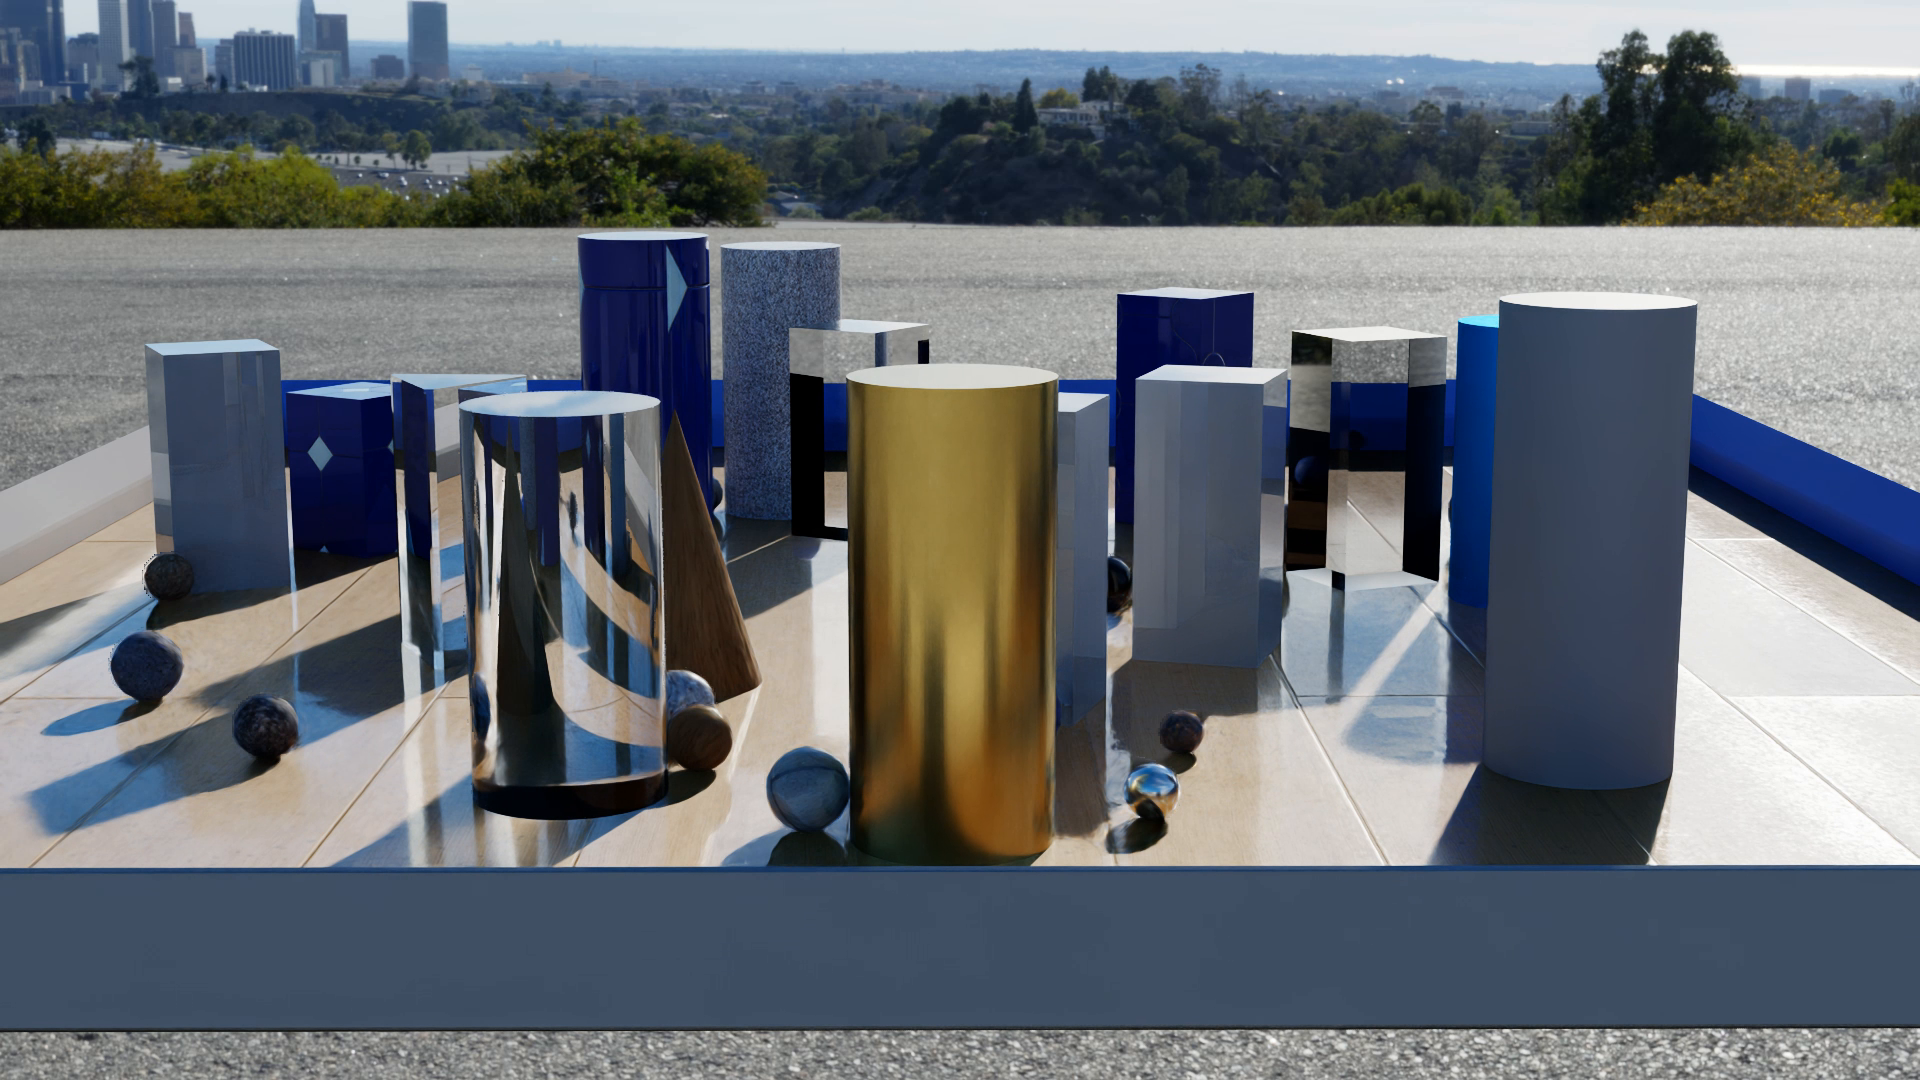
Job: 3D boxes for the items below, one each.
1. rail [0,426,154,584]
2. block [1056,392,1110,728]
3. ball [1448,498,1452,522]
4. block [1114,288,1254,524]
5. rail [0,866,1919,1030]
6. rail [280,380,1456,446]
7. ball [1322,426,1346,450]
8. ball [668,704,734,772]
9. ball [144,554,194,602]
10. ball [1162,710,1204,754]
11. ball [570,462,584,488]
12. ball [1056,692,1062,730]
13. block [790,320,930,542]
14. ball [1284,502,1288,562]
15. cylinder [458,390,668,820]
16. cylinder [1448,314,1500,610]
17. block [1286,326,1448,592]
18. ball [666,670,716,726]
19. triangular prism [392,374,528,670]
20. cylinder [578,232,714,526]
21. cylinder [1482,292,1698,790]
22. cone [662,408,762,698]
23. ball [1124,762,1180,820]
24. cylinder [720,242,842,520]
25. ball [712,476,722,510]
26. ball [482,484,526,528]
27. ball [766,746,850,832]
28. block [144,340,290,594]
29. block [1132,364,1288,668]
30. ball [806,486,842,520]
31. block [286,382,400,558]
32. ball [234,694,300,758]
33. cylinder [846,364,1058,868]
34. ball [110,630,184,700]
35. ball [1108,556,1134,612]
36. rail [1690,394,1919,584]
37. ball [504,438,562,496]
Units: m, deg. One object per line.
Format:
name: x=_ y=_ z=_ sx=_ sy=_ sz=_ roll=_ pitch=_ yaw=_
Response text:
rail: x=-1.338 y=0.034 z=3.441 sx=0.045 sy=0.128 sz=3.052 roll=0 pitch=10 yaw=0
block: x=0.073 y=0.017 z=2.921 sx=0.157 sy=0.354 sz=0.157 roll=3 pitch=11 yaw=17
ball: x=0.799 y=-0.043 z=3.944 sx=0.098 sy=0.098 sz=0.098 roll=0 pitch=10 yaw=0
block: x=0.360 y=-0.213 z=4.126 sx=0.157 sy=0.368 sz=0.157 roll=8 pitch=13 yaw=37
rail: x=0.009 y=0.307 z=1.972 sx=2.723 sy=0.128 sz=0.045 roll=0 pitch=10 yaw=0
rail: x=-0.009 y=-0.241 z=4.926 sx=2.723 sy=0.128 sz=0.045 roll=0 pitch=10 yaw=0
ball: x=0.717 y=-0.196 z=4.915 sx=0.046 sy=0.046 sz=0.046 roll=0 pitch=10 yaw=0
ball: x=-0.271 y=0.206 z=2.677 sx=0.070 sy=0.070 sz=0.070 roll=0 pitch=10 yaw=0
ball: x=-1.087 y=0.051 z=3.527 sx=0.065 sy=0.065 sz=0.065 roll=0 pitch=10 yaw=0
ball: x=0.238 y=0.206 z=2.745 sx=0.046 sy=0.046 sz=0.046 roll=0 pitch=10 yaw=0
ball: x=-0.655 y=-0.113 z=4.464 sx=0.046 sy=0.046 sz=0.046 roll=0 pitch=10 yaw=0
ball: x=0.070 y=0.185 z=2.764 sx=0.081 sy=0.081 sz=0.081 roll=0 pitch=10 yaw=0
block: x=-0.156 y=-0.173 z=4.022 sx=0.157 sy=0.326 sz=0.157 roll=6 pitch=12 yaw=30
ball: x=0.482 y=-0.011 z=3.798 sx=0.088 sy=0.088 sz=0.088 roll=0 pitch=10 yaw=0
cylinder: x=-0.394 y=0.061 z=2.566 sx=0.197 sy=0.397 sz=0.197 roll=0 pitch=10 yaw=0
cylinder: x=0.776 y=-0.108 z=3.516 sx=0.197 sy=0.383 sz=0.197 roll=0 pitch=10 yaw=0
block: x=0.579 y=-0.119 z=3.663 sx=0.157 sy=0.351 sz=0.157 roll=-5 pitch=11 yaw=-24
ball: x=-0.306 y=0.180 z=2.790 sx=0.080 sy=0.080 sz=0.080 roll=0 pitch=10 yaw=0
triangular prism: x=-0.650 y=-0.031 z=3.209 sx=0.148 sy=0.344 sz=0.170 roll=7 pitch=13 yaw=33
cylinder: x=-0.477 y=-0.226 z=3.905 sx=0.197 sy=0.472 sz=0.197 roll=0 pitch=10 yaw=0
cylinder: x=0.651 y=-0.004 z=2.663 sx=0.197 sy=0.489 sz=0.197 roll=0 pitch=10 yaw=0
cone: x=-0.334 y=0.007 z=3.038 sx=0.197 sy=0.330 sz=0.197 roll=0 pitch=10 yaw=0
ball: x=0.188 y=0.245 z=2.506 sx=0.055 sy=0.055 sz=0.055 roll=0 pitch=10 yaw=0
cylinder: x=-0.292 y=-0.265 z=4.216 sx=0.197 sy=0.436 sz=0.197 roll=0 pitch=10 yaw=0
ball: x=-0.424 y=-0.076 z=4.213 sx=0.066 sy=0.066 sz=0.066 roll=0 pitch=10 yaw=0
ball: x=-0.727 y=-0.054 z=4.087 sx=0.069 sy=0.069 sz=0.069 roll=0 pitch=10 yaw=0
ball: x=-0.146 y=0.239 z=2.466 sx=0.082 sy=0.082 sz=0.082 roll=0 pitch=10 yaw=0
block: x=-1.053 y=-0.107 z=3.640 sx=0.157 sy=0.335 sz=0.157 roll=-5 pitch=12 yaw=-26
block: x=0.312 y=-0.033 z=3.201 sx=0.157 sy=0.350 sz=0.157 roll=3 pitch=11 yaw=17
ball: x=-0.221 y=-0.060 z=4.146 sx=0.058 sy=0.058 sz=0.058 roll=0 pitch=10 yaw=0
block: x=-0.910 y=-0.110 z=3.920 sx=0.157 sy=0.239 sz=0.157 roll=7 pitch=12 yaw=32
ball: x=-0.737 y=0.198 z=2.728 sx=0.068 sy=0.068 sz=0.068 roll=0 pitch=10 yaw=0
cylinder: x=-0.007 y=0.066 z=2.414 sx=0.197 sy=0.443 sz=0.197 roll=0 pitch=10 yaw=0
ball: x=-0.943 y=0.146 z=2.976 sx=0.081 sy=0.081 sz=0.081 roll=0 pitch=10 yaw=0
ball: x=0.196 y=0.059 z=3.450 sx=0.077 sy=0.077 sz=0.077 roll=0 pitch=10 yaw=0
rail: x=1.338 y=0.031 z=3.456 sx=0.045 sy=0.128 sz=3.052 roll=0 pitch=10 yaw=0
ball: x=-0.728 y=-0.123 z=4.380 sx=0.098 sy=0.098 sz=0.098 roll=0 pitch=10 yaw=0
